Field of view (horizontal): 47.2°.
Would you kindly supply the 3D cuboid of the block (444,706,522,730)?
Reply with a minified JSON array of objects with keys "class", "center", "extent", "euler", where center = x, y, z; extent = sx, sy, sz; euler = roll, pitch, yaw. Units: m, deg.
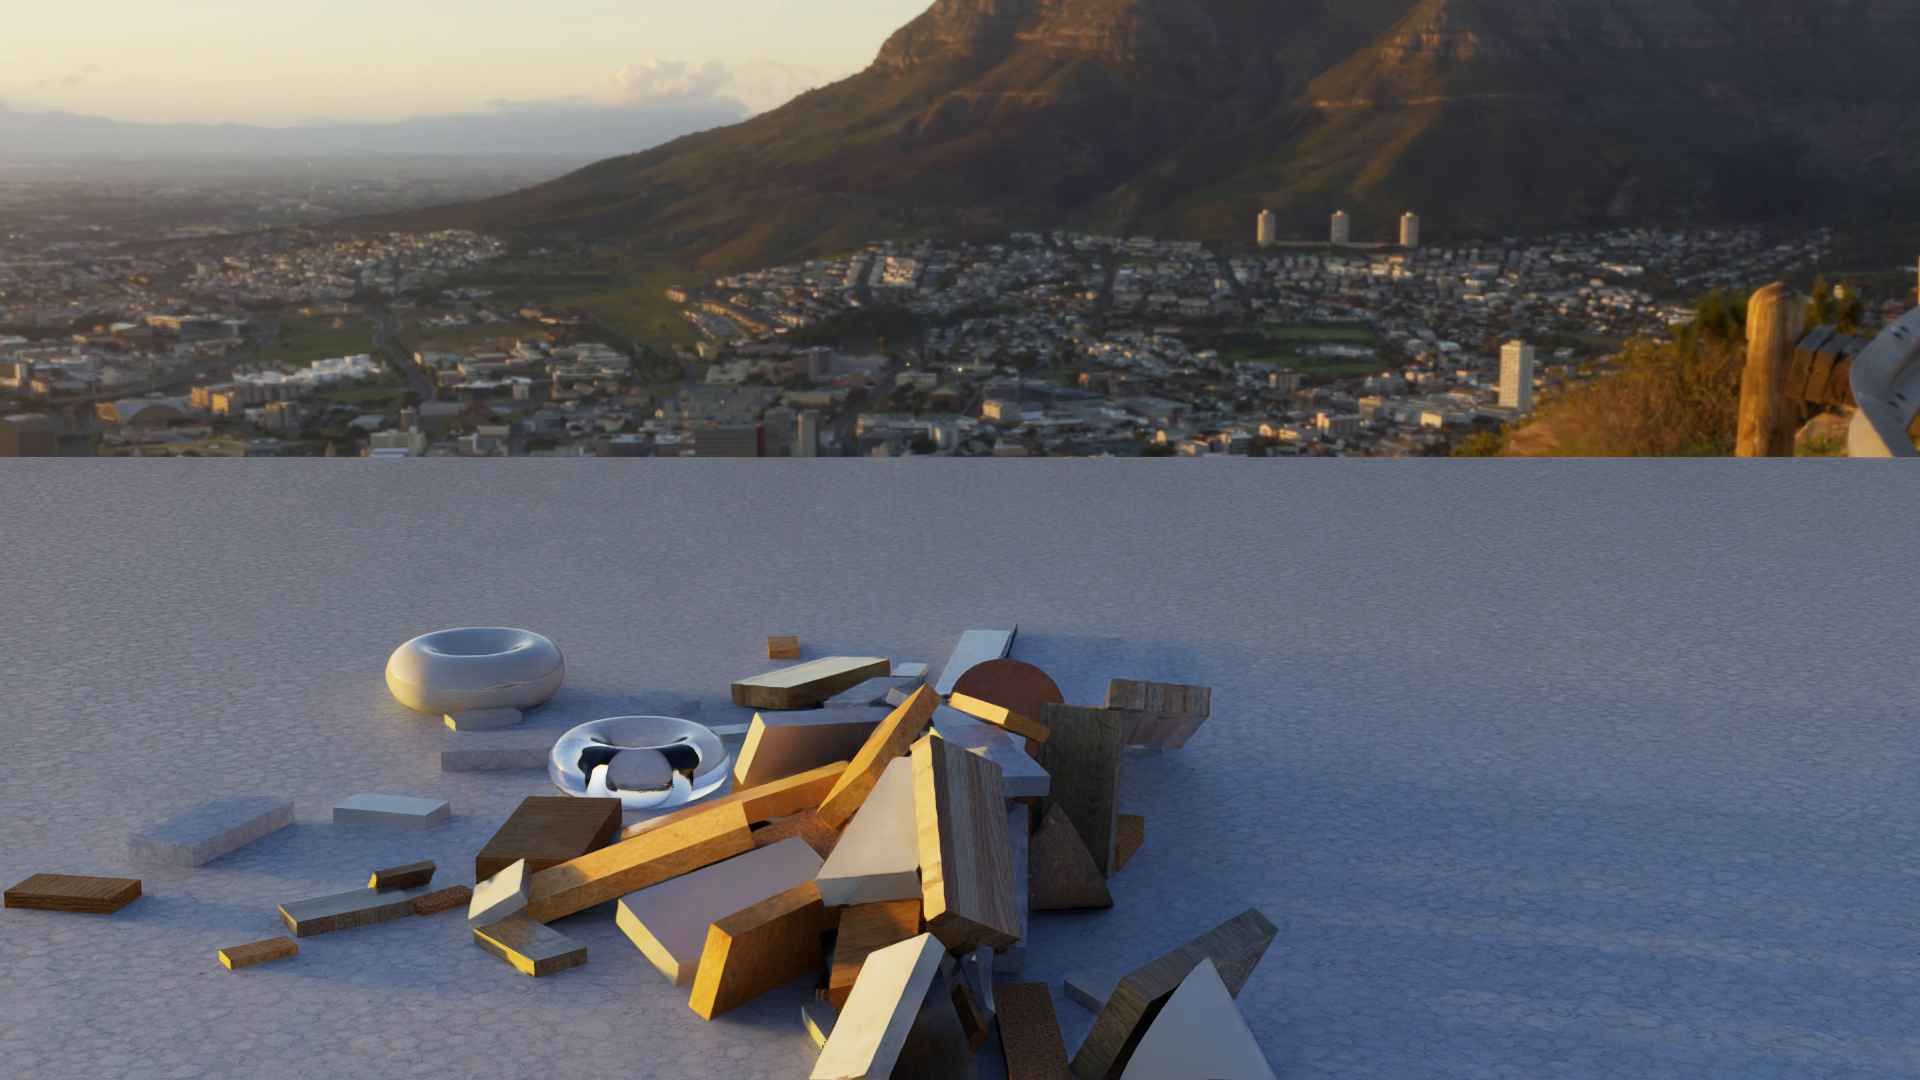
[{"class":"block","center":[-1.025,0.382,4.730],"extent":[0.147,0.021,0.073],"euler":[-6,12,-30]}]

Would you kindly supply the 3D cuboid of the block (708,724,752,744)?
[{"class":"block","center":[-0.480,0.406,4.609],"extent":[0.131,0.019,0.066],"euler":[-4,11,-19]}]

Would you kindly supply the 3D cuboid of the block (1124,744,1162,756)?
[{"class":"block","center":[0.364,0.420,4.538],"extent":[0.063,0.018,0.125],"euler":[-4,11,-19]}]

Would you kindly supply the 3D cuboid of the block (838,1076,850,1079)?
[{"class":"block","center":[-0.164,0.743,2.608],"extent":[0.149,0.042,0.298],"euler":[-21,15,-11]}]

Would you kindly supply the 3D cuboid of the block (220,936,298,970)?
[{"class":"block","center":[-1.080,0.635,3.387],"extent":[0.104,0.015,0.052],"euler":[-8,13,-36]}]

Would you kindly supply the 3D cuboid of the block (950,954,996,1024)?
[{"class":"block","center":[0.013,0.650,3.105],"extent":[0.020,0.071,0.142],"euler":[39,11,-16]}]

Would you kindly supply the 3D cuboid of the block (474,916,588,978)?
[{"class":"block","center":[-0.664,0.627,3.398],"extent":[0.092,0.026,0.184],"euler":[-9,14,-40]}]

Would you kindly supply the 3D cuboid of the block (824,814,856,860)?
[{"class":"block","center":[-0.116,0.497,3.489],"extent":[0.287,0.041,0.144],"euler":[-14,35,54]}]

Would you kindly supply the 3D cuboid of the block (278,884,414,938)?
[{"class":"block","center":[-0.991,0.598,3.552],"extent":[0.189,0.027,0.095],"euler":[-7,13,-33]}]

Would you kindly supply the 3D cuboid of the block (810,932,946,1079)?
[{"class":"block","center":[-0.110,0.626,2.869],"extent":[0.120,0.034,0.239],"euler":[-27,23,38]}]

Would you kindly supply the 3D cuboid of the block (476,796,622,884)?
[{"class":"block","center":[-0.718,0.528,3.870],"extent":[0.174,0.049,0.348],"euler":[1,11,3]}]

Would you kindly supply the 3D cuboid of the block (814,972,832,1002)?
[{"class":"block","center":[-0.175,0.652,3.216],"extent":[0.061,0.017,0.122],"euler":[-3,0,4]}]

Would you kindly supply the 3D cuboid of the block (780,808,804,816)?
[{"class":"block","center":[-0.308,0.498,4.084],"extent":[0.131,0.019,0.066],"euler":[6,5,31]}]

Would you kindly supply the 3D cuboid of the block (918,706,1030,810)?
[{"class":"block","center":[0.018,0.366,3.744],"extent":[0.179,0.051,0.357],"euler":[7,13,4]}]

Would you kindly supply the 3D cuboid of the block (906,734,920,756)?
[{"class":"block","center":[-0.088,0.426,4.486],"extent":[0.085,0.024,0.170],"euler":[4,11,18]}]

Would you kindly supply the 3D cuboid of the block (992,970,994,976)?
[{"class":"block","center":[0.019,0.656,3.190],"extent":[0.046,0.013,0.093],"euler":[1,30,9]}]

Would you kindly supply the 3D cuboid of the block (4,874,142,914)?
[{"class":"block","center":[-1.464,0.584,3.630],"extent":[0.189,0.027,0.095],"euler":[2,11,9]}]

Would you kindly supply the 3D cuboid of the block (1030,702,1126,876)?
[{"class":"block","center":[0.202,0.426,3.772],"extent":[0.141,0.282,0.040],"euler":[4,-1,20]}]

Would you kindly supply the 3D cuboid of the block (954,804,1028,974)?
[{"class":"block","center":[0.015,0.537,3.463],"extent":[0.179,0.051,0.357],"euler":[4,30,0]}]

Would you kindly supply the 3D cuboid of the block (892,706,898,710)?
[{"class":"block","center":[-0.191,0.373,4.597],"extent":[0.093,0.026,0.185],"euler":[-3,9,20]}]

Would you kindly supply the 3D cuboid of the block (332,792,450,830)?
[{"class":"block","center":[-1.052,0.502,4.071],"extent":[0.189,0.027,0.094],"euler":[3,11,15]}]

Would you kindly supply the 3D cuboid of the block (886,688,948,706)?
[{"class":"block","center":[-0.064,0.351,4.629],"extent":[0.109,0.031,0.219],"euler":[23,2,21]}]

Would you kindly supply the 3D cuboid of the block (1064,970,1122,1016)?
[{"class":"block","center":[0.230,0.668,3.187],"extent":[0.082,0.023,0.165],"euler":[-6,12,-30]}]

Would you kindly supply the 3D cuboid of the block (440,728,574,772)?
[{"class":"block","center":[-0.902,0.424,4.455],"extent":[0.279,0.040,0.139],"euler":[-1,11,-8]}]

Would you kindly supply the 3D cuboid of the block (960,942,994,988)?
[{"class":"block","center":[0.025,0.624,3.219],"extent":[0.046,0.013,0.093],"euler":[-1,30,5]}]

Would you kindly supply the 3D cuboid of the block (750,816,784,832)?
[{"class":"block","center":[-0.247,0.541,3.796],"extent":[0.348,0.049,0.174],"euler":[4,11,22]}]

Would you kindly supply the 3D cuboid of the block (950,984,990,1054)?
[{"class":"block","center":[-0.003,0.672,3.026],"extent":[0.020,0.071,0.142],"euler":[39,3,-16]}]

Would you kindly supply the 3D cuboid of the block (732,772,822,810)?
[{"class":"block","center":[-0.232,0.466,4.103],"extent":[0.348,0.049,0.174],"euler":[7,6,32]}]

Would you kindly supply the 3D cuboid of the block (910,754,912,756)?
[{"class":"block","center":[-0.022,0.495,3.643],"extent":[0.179,0.051,0.357],"euler":[12,30,1]}]

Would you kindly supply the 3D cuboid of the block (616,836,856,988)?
[{"class":"block","center":[-0.341,0.571,3.406],"extent":[0.337,0.048,0.168],"euler":[-15,38,-37]}]

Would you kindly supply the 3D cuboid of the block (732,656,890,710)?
[{"class":"block","center":[-0.333,0.319,4.952],"extent":[0.171,0.048,0.341],"euler":[1,9,39]}]

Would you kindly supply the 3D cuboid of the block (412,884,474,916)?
[{"class":"block","center":[-0.852,0.592,3.615],"extent":[0.052,0.015,0.104],"euler":[10,15,44]}]

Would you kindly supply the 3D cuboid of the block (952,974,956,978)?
[{"class":"block","center":[0.009,0.663,3.238],"extent":[0.046,0.013,0.093],"euler":[-1,11,-3]}]

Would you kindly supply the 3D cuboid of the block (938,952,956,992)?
[{"class":"block","center":[-0.041,0.649,3.155],"extent":[0.020,0.071,0.142],"euler":[40,13,-5]}]
